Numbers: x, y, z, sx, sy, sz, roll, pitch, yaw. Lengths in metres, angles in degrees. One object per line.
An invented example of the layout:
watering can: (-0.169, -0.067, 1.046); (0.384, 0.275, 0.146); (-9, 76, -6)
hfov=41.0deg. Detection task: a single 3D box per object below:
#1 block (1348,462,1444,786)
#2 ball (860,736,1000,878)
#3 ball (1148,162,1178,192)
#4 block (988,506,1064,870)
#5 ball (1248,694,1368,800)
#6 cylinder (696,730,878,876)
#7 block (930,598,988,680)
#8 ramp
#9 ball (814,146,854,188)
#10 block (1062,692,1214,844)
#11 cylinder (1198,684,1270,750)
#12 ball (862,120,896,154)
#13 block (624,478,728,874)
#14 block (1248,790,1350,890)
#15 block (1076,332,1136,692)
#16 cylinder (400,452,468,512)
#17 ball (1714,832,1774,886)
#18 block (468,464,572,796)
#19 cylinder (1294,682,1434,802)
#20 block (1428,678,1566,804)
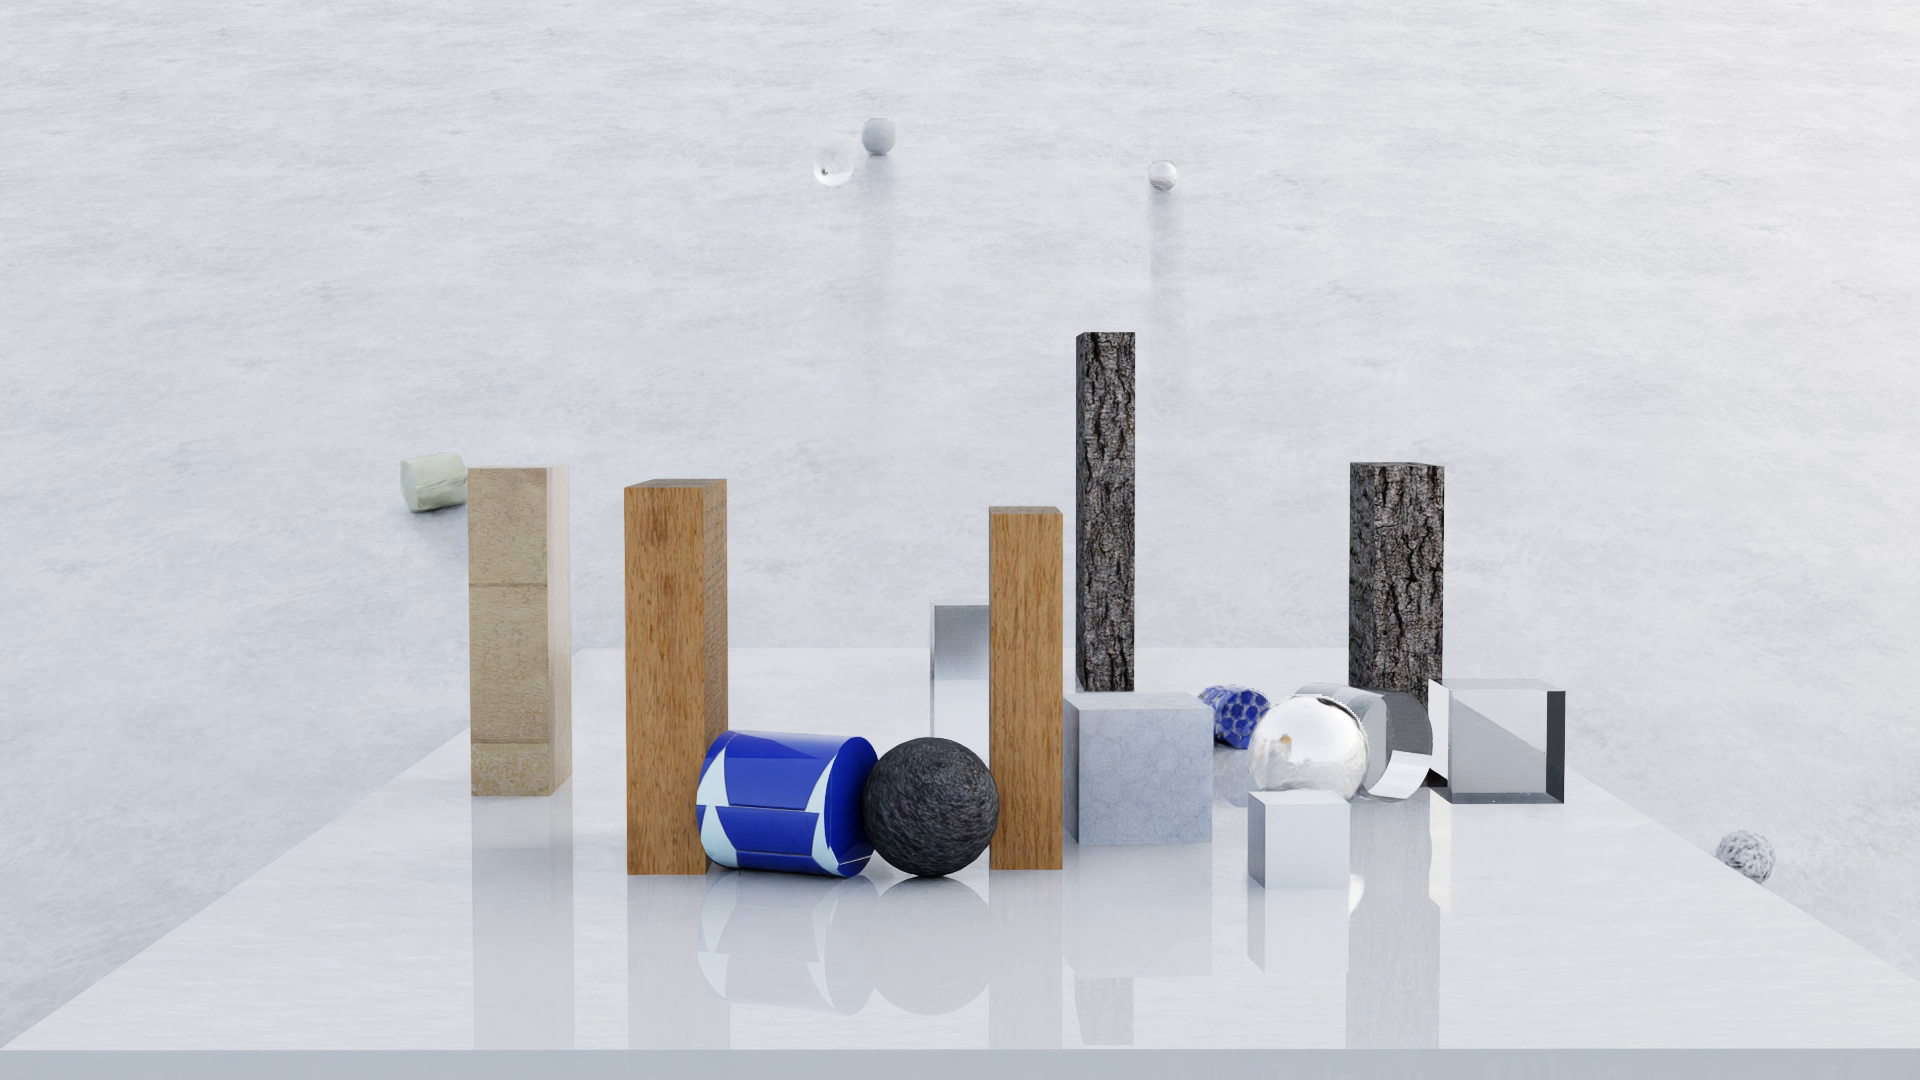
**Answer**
block: (0.733, 0.135, 4.333); (0.114, 0.526, 0.262); (0, 3, 0)
ball: (-0.040, 0.357, 3.437); (0.187, 0.187, 0.187); (0, 21, 0)
ball: (0.923, -1.655, 11.687); (0.136, 0.136, 0.136); (0, 21, 0)
block: (0.090, 0.199, 3.596); (0.097, 0.483, 0.248); (0, 3, 0)
ball: (0.533, 0.330, 3.942); (0.183, 0.183, 0.183); (0, 21, 0)
cylinder: (-0.228, 0.354, 3.474); (0.188, 0.188, 0.188); (1, 20, 23)
block: (0.021, 0.226, 5.874); (0.170, 0.170, 0.170); (0, 3, -4)
ramp: (0.048, 0.438, 4.532); (2.000, 0.100, 4.000); (0, 3, 0)
ball: (-0.580, -1.707, 11.757); (0.184, 0.184, 0.184); (0, 21, 0)
block: (0.257, 0.333, 3.781); (0.194, 0.194, 0.194); (0, 3, -6)
cylinder: (0.499, 0.323, 4.710); (0.107, 0.107, 0.107); (-9, 6, -22)
ball: (-0.392, -1.946, 12.408); (0.168, 0.168, 0.168); (0, 21, 0)
block: (-0.395, 0.180, 3.614); (0.106, 0.521, 0.355); (0, 3, 0)
block: (0.447, 0.396, 3.403); (0.112, 0.112, 0.112); (0, 3, -5)
block: (0.323, -0.071, 5.758); (0.109, 0.777, 0.411); (0, 3, 0)
cylinder: (-1.584, -0.174, 7.746); (0.158, 0.158, 0.158); (-12, 24, -27)
ball: (1.686, 0.691, 5.525); (0.123, 0.123, 0.123); (0, 21, 0)
block: (-0.722, 0.142, 4.232); (0.126, 0.527, 0.243); (0, 3, 0)
cylinder: (0.633, 0.323, 4.123); (0.176, 0.176, 0.176); (-16, 12, -35)
block: (0.859, 0.321, 4.125); (0.179, 0.179, 0.179); (0, 3, -2)
